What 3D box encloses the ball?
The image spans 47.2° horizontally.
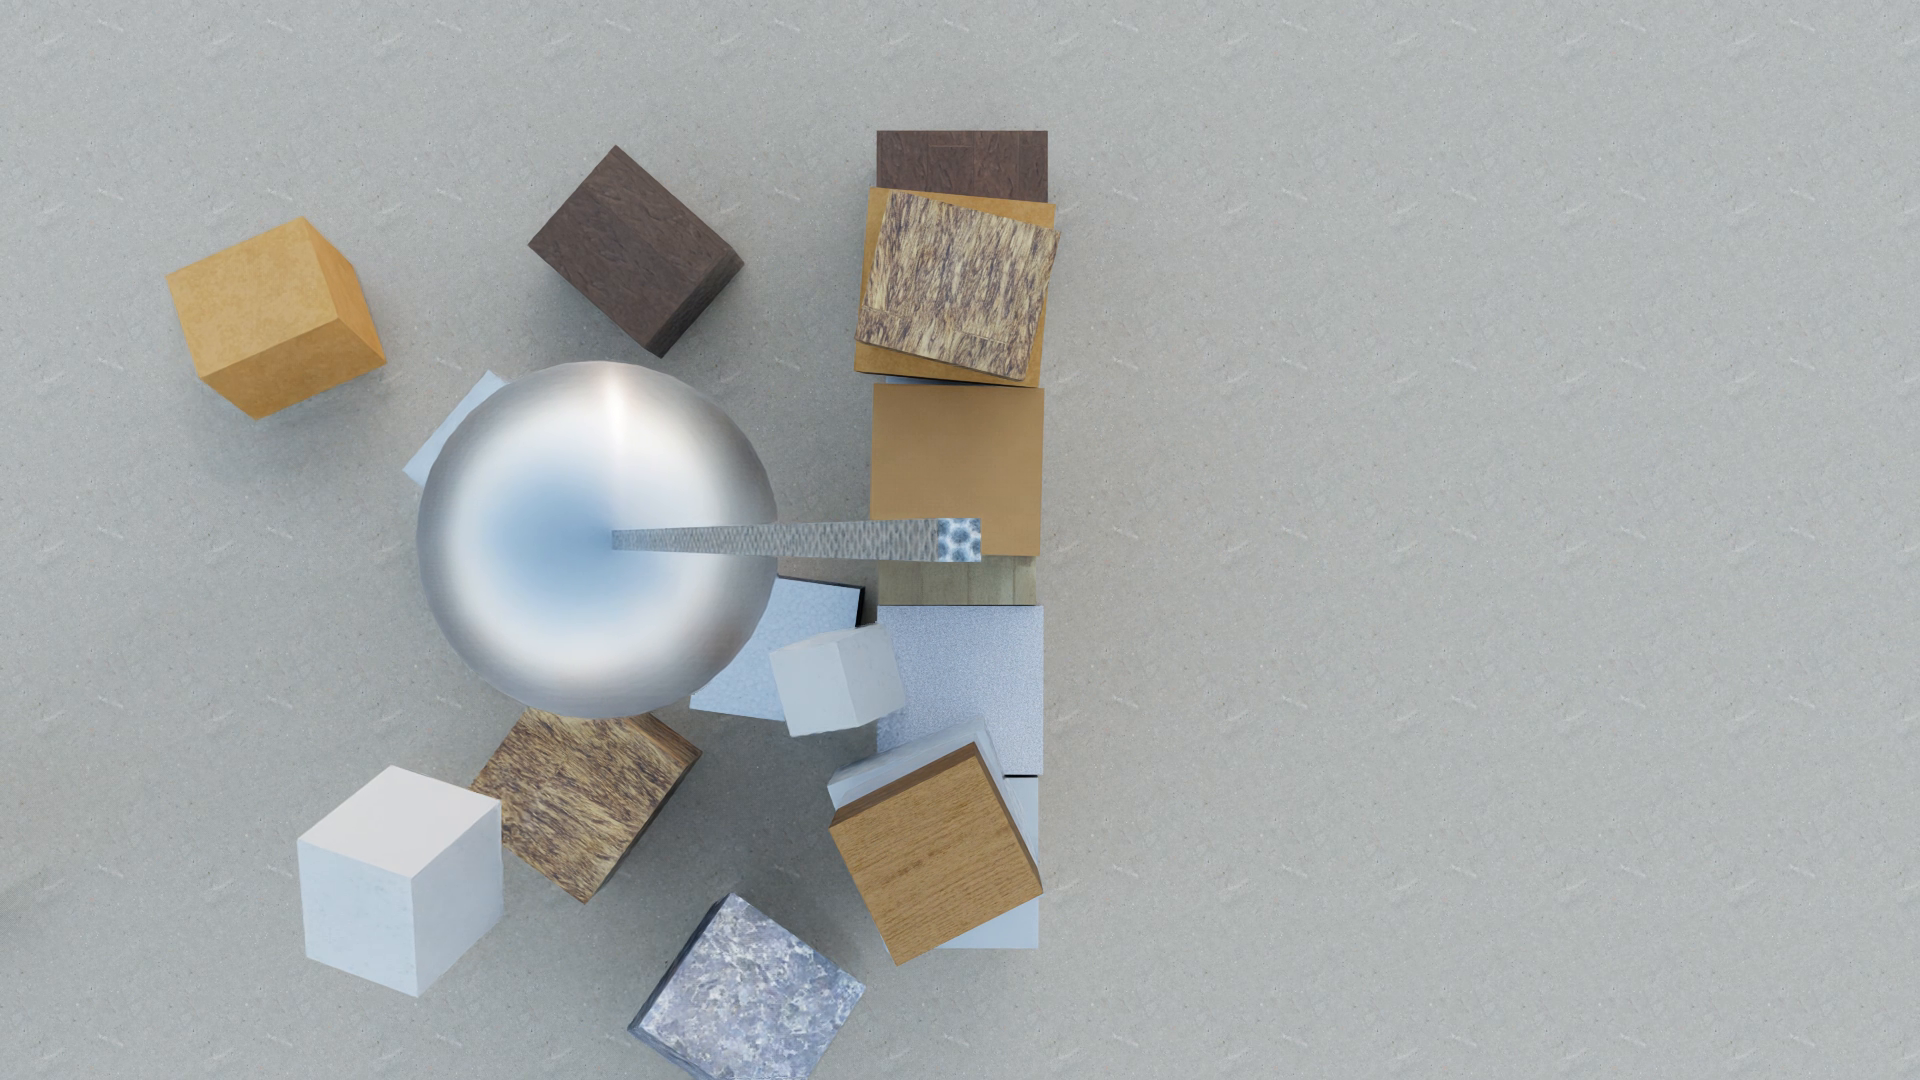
[{"bbox_3d":[-1.603,0.000,9.806,1.600,1.600,1.600,0,90,0],"label":"ball"}]

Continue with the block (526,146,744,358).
[{"bbox_3d":[-1.842,-1.638,12.626,0.865,0.747,0.749,41,90,0],"label":"block"}]

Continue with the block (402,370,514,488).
[{"bbox_3d":[-2.558,-0.400,12.631,0.826,0.738,0.738,41,90,0],"label":"block"}]

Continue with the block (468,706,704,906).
[{"bbox_3d":[-2.159,1.372,12.582,0.903,0.835,0.948,36,90,0],"label":"block"}]

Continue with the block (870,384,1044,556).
[{"bbox_3d":[-0.017,-0.360,11.656,0.875,0.816,0.860,2,90,0],"label":"block"}]

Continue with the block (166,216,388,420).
[{"bbox_3d":[-3.888,-1.252,12.548,0.837,0.744,0.669,-24,74,0],"label":"block"}]

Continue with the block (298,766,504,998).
[{"bbox_3d":[-3.019,1.839,11.945,0.714,0.809,0.776,15,119,19],"label":"block"}]

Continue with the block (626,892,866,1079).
[{"bbox_3d":[-1.221,2.653,12.446,0.921,0.821,0.875,36,71,-3],"label":"block"}]

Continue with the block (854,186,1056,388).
[{"bbox_3d":[-0.028,-1.298,11.531,0.935,0.992,0.921,5,94,0],"label":"block"}]

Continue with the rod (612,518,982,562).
[{"bbox_3d":[-0.695,0.000,6.530,0.080,5.200,0.080,0,90,-15],"label":"rod"}]

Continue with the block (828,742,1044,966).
[{"bbox_3d":[-0.114,1.524,10.818,0.780,0.769,0.730,-26,90,0],"label":"block"}]

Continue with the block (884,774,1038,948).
[{"bbox_3d":[0.004,1.776,12.541,0.853,0.917,0.933,0,90,0],"label":"block"}]

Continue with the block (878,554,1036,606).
[{"bbox_3d":[-0.015,-0.084,12.532,0.865,0.936,0.880,0,90,0],"label":"block"}]

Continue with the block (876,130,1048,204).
[{"bbox_3d":[0.012,-1.798,12.512,0.937,0.976,0.883,0,90,0],"label":"block"}]

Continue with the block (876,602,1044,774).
[{"bbox_3d":[0.001,0.827,12.554,0.915,0.892,0.929,0,90,0],"label":"block"}]

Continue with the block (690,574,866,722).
[{"bbox_3d":[-1.033,0.608,12.635,0.854,0.730,0.786,8,90,0],"label":"block"}]

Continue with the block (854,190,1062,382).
[{"bbox_3d":[-0.012,-1.207,10.610,0.815,0.857,0.710,14,93,-1],"label":"block"}]

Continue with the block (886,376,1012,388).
[{"bbox_3d":[-0.004,-0.939,12.568,0.812,0.864,0.813,0,90,0],"label":"block"}]

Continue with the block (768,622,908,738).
[{"bbox_3d":[-0.662,0.760,11.936,0.491,0.432,0.467,-12,94,37],"label":"block"}]

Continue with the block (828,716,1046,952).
[{"bbox_3d":[-0.122,1.534,11.643,0.856,0.880,0.905,-20,90,0],"label":"block"}]
